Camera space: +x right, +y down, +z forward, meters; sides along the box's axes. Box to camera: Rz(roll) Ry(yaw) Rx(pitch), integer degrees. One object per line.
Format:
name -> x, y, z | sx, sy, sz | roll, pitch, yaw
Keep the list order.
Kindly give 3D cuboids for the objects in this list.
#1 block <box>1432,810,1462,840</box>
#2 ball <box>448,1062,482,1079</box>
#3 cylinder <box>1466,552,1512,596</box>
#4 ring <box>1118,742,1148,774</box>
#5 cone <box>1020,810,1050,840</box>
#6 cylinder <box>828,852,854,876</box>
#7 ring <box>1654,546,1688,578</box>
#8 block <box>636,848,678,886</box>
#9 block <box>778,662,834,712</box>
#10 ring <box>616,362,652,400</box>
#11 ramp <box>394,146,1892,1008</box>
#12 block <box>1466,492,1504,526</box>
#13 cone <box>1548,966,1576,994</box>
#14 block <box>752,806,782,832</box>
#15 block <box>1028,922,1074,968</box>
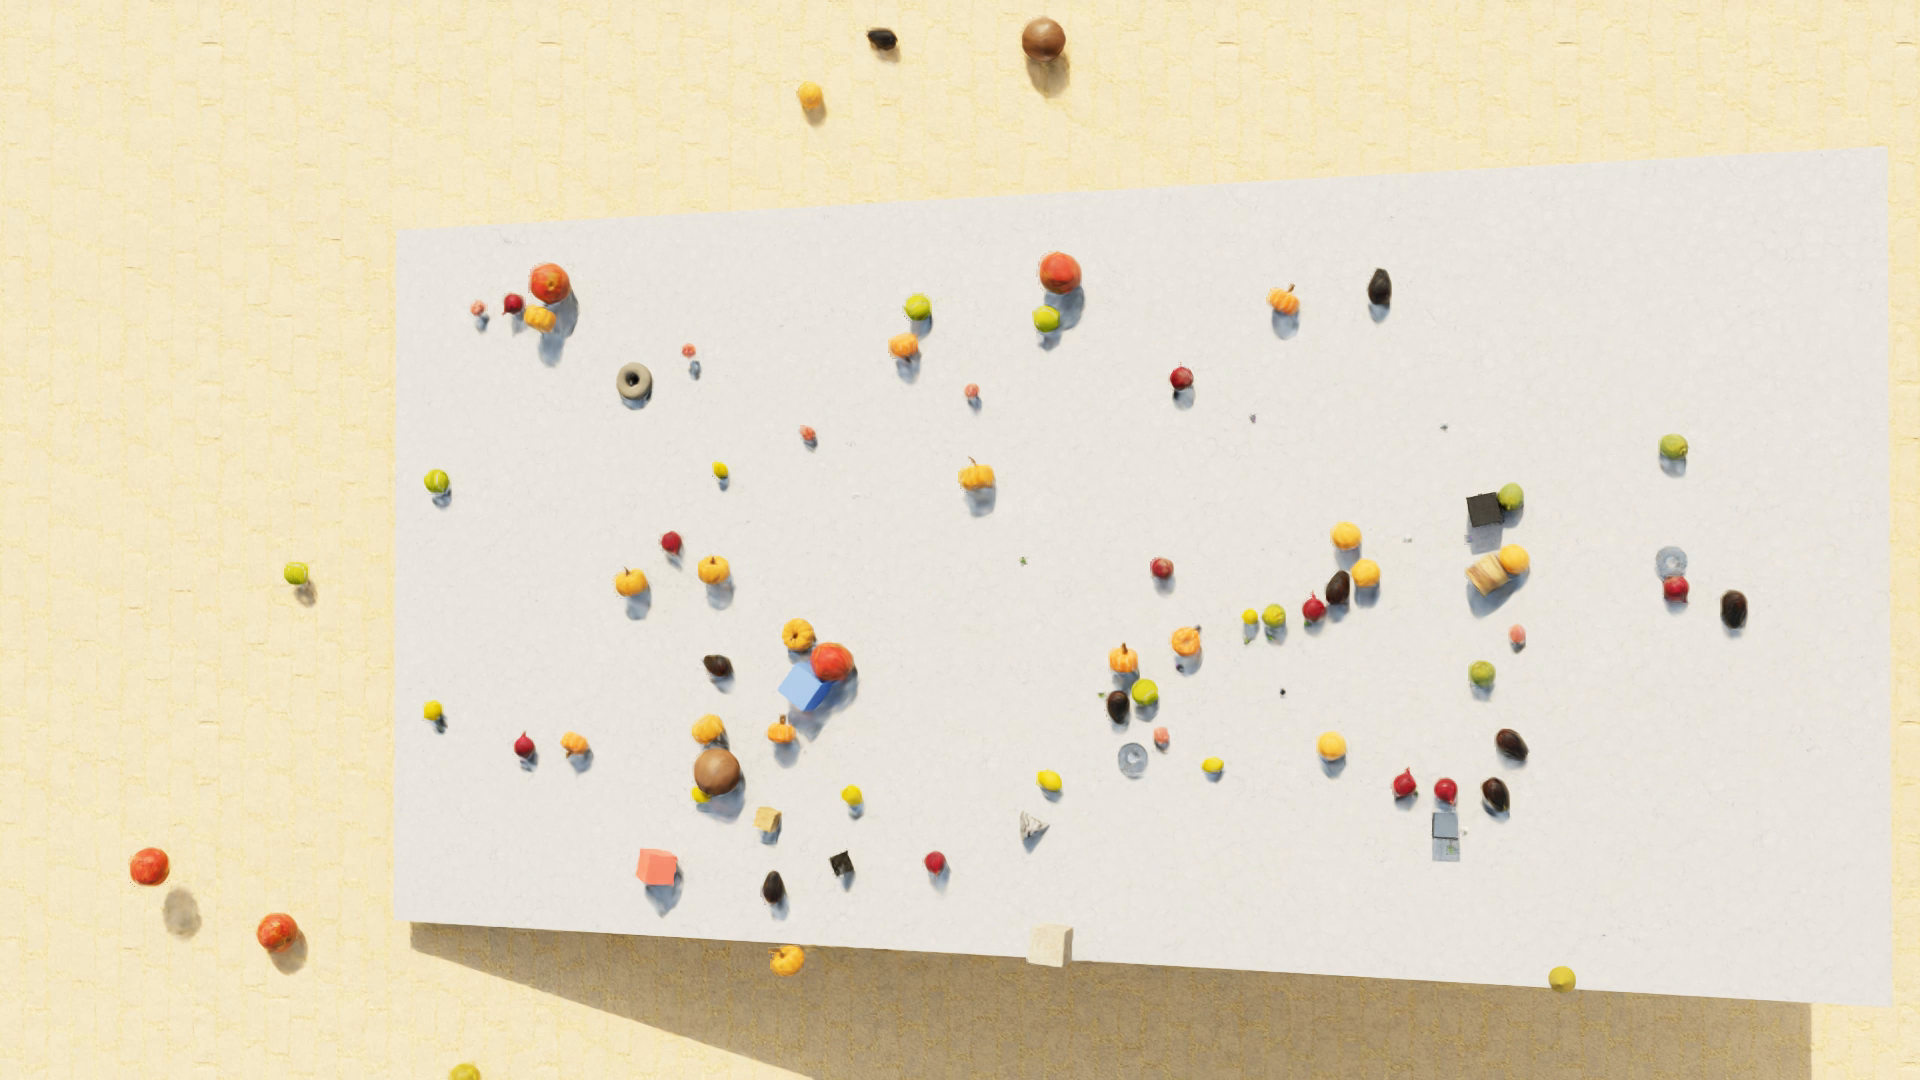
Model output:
block -> 1.192, 0.697, 5.386 | 0.064, 0.064, 0.064 | 1, 90, 18
ball -> -1.441, 1.569, 6.398 | 0.094, 0.094, 0.094 | 0, 89, 0
cylinder -> 1.286, 0.085, 5.355 | 0.079, 0.079, 0.079 | -35, 89, 15
ring -> 0.444, 0.561, 5.656 | 0.083, 0.028, 0.083 | 0, 89, 22
cone -> 0.201, 0.742, 5.731 | 0.077, 0.077, 0.077 | 1, 89, -8
cylinder -> -0.318, 0.868, 5.892 | 0.053, 0.053, 0.053 | -24, 82, 0
ring -> 1.698, 0.051, 5.247 | 0.076, 0.025, 0.076 | -1, 88, 18
block -> -0.832, 0.896, 6.031 | 0.080, 0.080, 0.080 | 9, 92, -27
block -> -0.415, 0.393, 5.910 | 0.092, 0.092, 0.092 | 38, 101, 15
ring -> -0.906, -0.440, 6.116 | 0.107, 0.036, 0.107 | 0, 89, 17
ramp -> 0.277, 0.092, 5.786 | 4.000, 0.100, 2.000 | 0, 89, 18
block -> 1.280, -0.075, 5.364 | 0.071, 0.071, 0.071 | -12, 85, 18
cone -> 1.448, 1.064, 5.294 | 0.066, 0.066, 0.066 | 0, 89, 18
block -> -0.522, 0.756, 5.962 | 0.052, 0.052, 0.052 | 19, 95, 18
block -> 0.235, 1.046, 5.686 | 0.091, 0.091, 0.091 | 5, 91, 18
